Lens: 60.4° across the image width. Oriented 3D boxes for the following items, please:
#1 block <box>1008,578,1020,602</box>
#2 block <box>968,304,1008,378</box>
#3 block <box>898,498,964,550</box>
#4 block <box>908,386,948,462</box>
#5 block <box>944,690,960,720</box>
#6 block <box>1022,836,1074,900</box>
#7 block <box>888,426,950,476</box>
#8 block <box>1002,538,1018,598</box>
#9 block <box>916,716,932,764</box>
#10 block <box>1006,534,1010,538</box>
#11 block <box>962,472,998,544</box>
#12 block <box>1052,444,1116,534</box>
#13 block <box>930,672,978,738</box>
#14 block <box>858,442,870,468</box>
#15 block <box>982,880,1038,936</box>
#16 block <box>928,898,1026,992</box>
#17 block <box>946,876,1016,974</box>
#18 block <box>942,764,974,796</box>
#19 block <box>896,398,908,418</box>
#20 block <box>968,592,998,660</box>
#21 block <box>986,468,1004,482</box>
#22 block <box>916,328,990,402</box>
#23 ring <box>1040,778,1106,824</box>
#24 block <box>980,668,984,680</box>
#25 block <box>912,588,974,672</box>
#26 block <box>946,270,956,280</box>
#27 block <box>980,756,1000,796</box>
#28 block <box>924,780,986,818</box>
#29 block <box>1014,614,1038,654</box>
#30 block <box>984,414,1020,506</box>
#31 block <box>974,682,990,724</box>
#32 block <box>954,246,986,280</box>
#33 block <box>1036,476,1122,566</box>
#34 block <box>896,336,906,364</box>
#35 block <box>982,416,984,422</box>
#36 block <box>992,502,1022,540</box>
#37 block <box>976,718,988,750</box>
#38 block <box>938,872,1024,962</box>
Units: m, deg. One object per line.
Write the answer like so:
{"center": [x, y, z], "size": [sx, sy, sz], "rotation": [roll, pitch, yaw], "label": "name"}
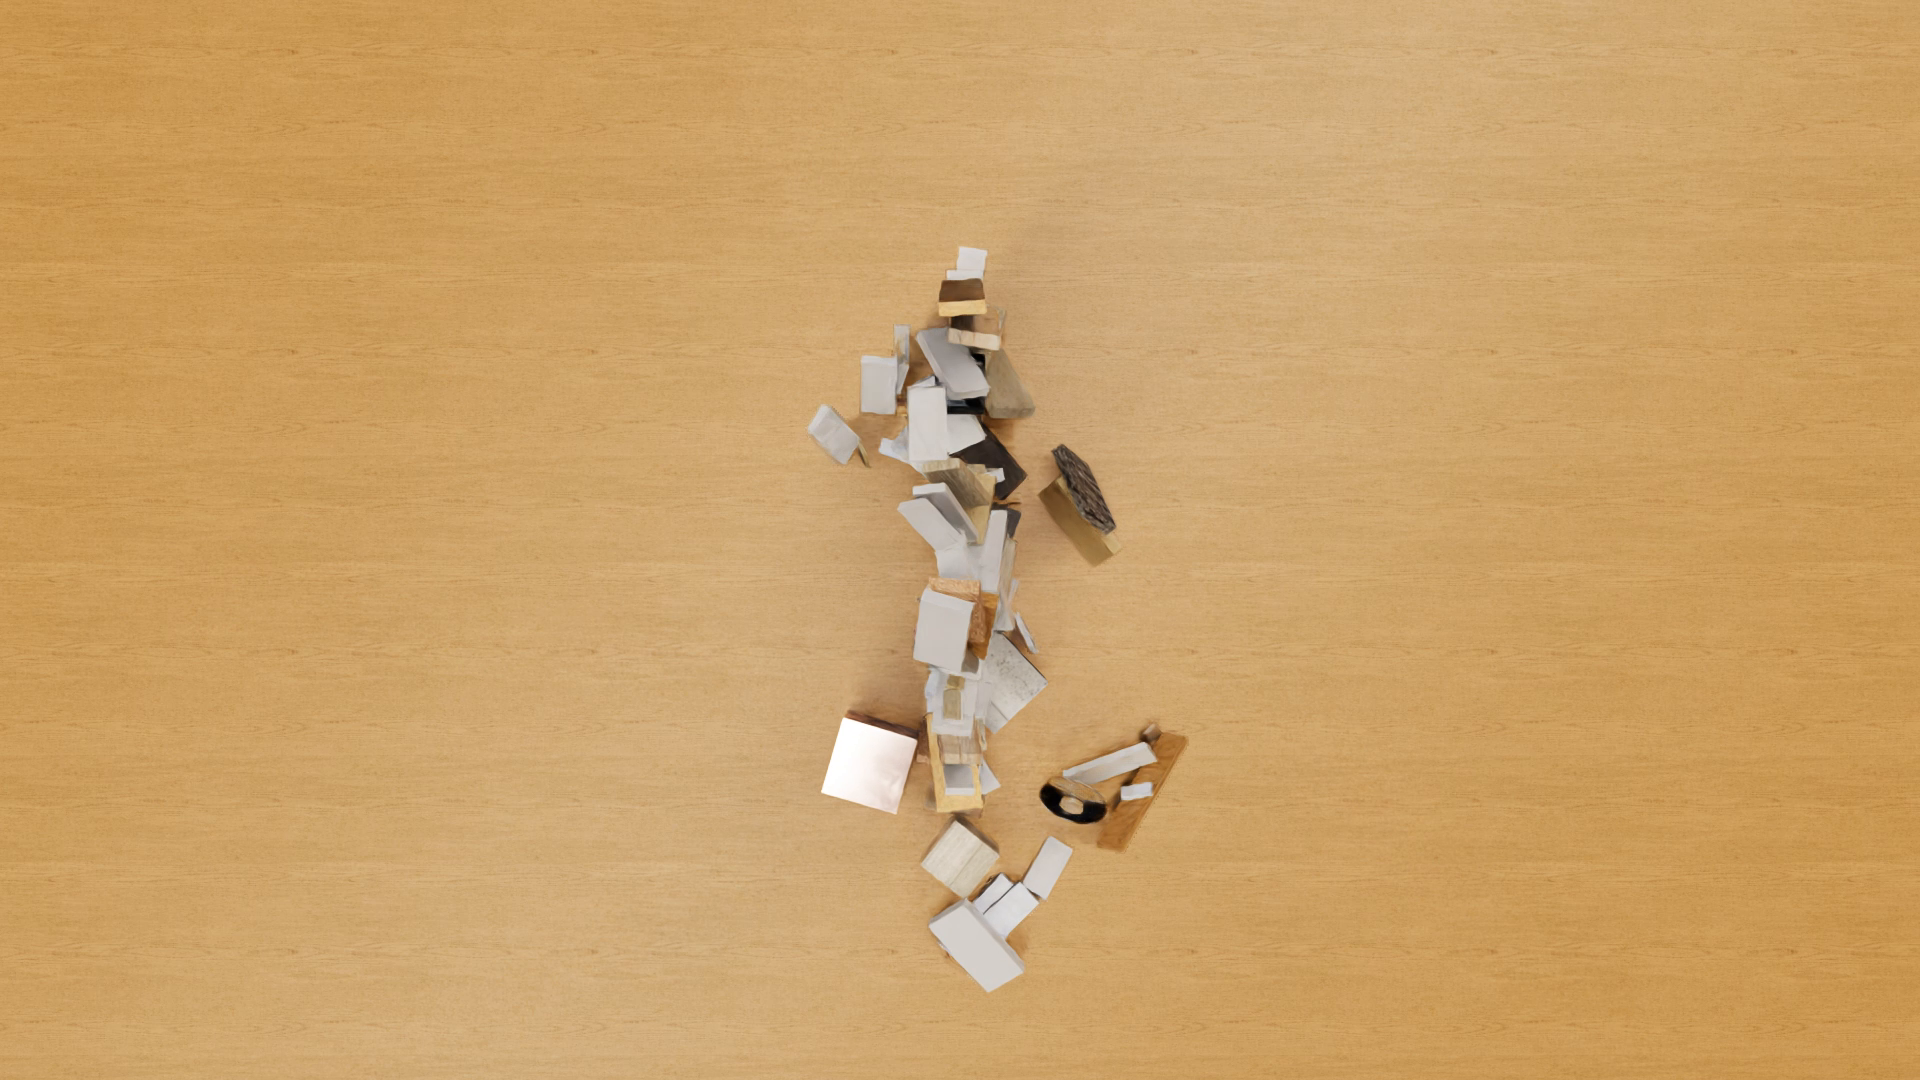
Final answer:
{"center": [0.099, 0.167, 5.198], "size": [0.127, 0.254, 0.036], "rotation": [17, 111, 8], "label": "block"}
{"center": [0.041, -0.626, 5.329], "size": [0.149, 0.042, 0.298], "rotation": [13, 68, 13], "label": "block"}
{"center": [-0.080, -0.043, 4.521], "size": [0.184, 0.092, 0.026], "rotation": [47, 50, -35], "label": "block"}
{"center": [-0.096, -0.340, 4.810], "size": [0.109, 0.031, 0.219], "rotation": [-3, 111, -6], "label": "block"}
{"center": [-0.023, 0.492, 4.942], "size": [0.050, 0.014, 0.101], "rotation": [2, 46, -3], "label": "block"}
{"center": [0.287, 1.084, 5.458], "size": [0.095, 0.027, 0.189], "rotation": [32, 73, -1], "label": "block"}
{"center": [-0.106, -0.263, 5.305], "size": [0.234, 0.117, 0.033], "rotation": [39, 133, -3], "label": "block"}
{"center": [0.094, 0.115, 5.037], "size": [0.127, 0.036, 0.254], "rotation": [11, 100, 10], "label": "block"}
{"center": [-0.082, 0.654, 5.401], "size": [0.105, 0.211, 0.030], "rotation": [5, 121, 1], "label": "block"}
{"center": [0.077, 0.059, 5.200], "size": [0.127, 0.254, 0.036], "rotation": [-6, 115, 14], "label": "block"}
{"center": [0.039, -0.095, 4.818], "size": [0.101, 0.029, 0.202], "rotation": [11, 90, 13], "label": "block"}
{"center": [0.401, -0.166, 5.340], "size": [0.043, 0.152, 0.304], "rotation": [-38, 45, 19], "label": "block"}
{"center": [-0.013, 0.485, 5.004], "size": [0.121, 0.034, 0.241], "rotation": [7, 46, 2], "label": "block"}
{"center": [-0.317, -0.279, 5.427], "size": [0.015, 0.103, 0.051], "rotation": [-23, 68, -6], "label": "block"}
{"center": [0.156, 1.215, 5.397], "size": [0.189, 0.027, 0.095], "rotation": [-42, 92, 0], "label": "block"}
{"center": [0.055, 1.315, 5.348], "size": [0.154, 0.044, 0.308], "rotation": [-36, 101, 23], "label": "block"}
{"center": [0.093, 1.293, 5.478], "size": [0.154, 0.044, 0.308], "rotation": [29, 90, 0], "label": "block"}
{"center": [-0.008, 0.720, 5.067], "size": [0.089, 0.177, 0.025], "rotation": [2, 118, -6], "label": "block"}
{"center": [-0.145, -0.436, 5.474], "size": [0.128, 0.018, 0.064], "rotation": [7, 93, 14], "label": "block"}
{"center": [0.012, 0.239, 4.753], "size": [0.162, 0.323, 0.046], "rotation": [11, 59, 1], "label": "block"}
{"center": [0.023, -0.190, 5.124], "size": [0.133, 0.266, 0.038], "rotation": [-13, 97, -21], "label": "block"}
{"center": [-0.022, -0.537, 5.002], "size": [0.128, 0.036, 0.257], "rotation": [-11, 58, -29], "label": "block"}
{"center": [0.363, 0.835, 5.278], "size": [0.225, 0.225, 0.075], "rotation": [18, 104, 0], "label": "ring"}
{"center": [-0.015, 0.327, 5.249], "size": [0.143, 0.041, 0.286], "rotation": [-7, 48, -3], "label": "block"}
{"center": [-0.047, 0.251, 4.534], "size": [0.140, 0.280, 0.040], "rotation": [16, 52, 6], "label": "block"}
{"center": [0.005, -0.809, 5.488], "size": [0.089, 0.025, 0.177], "rotation": [-3, 89, -1], "label": "block"}
{"center": [0.037, 0.740, 5.320], "size": [0.105, 0.030, 0.211], "rotation": [-29, 121, 5], "label": "block"}
{"center": [-0.016, 0.857, 5.443], "size": [0.189, 0.027, 0.094], "rotation": [8, 55, 12], "label": "block"}
{"center": [0.216, 0.308, 5.441], "size": [0.018, 0.064, 0.129], "rotation": [-27, 63, 5], "label": "block"}
{"center": [0.109, -0.264, 5.456], "size": [0.152, 0.043, 0.304], "rotation": [-6, 82, 0], "label": "block"}
{"center": [0.058, 0.516, 5.251], "size": [0.064, 0.018, 0.129], "rotation": [8, 91, 1], "label": "block"}
{"center": [0.030, -0.856, 5.347], "size": [0.089, 0.025, 0.177], "rotation": [9, 90, 2], "label": "block"}
{"center": [0.391, -0.063, 5.423], "size": [0.043, 0.152, 0.304], "rotation": [-38, 90, -28], "label": "block"}
{"center": [-0.184, -0.587, 5.115], "size": [0.016, 0.115, 0.058], "rotation": [-5, 82, -8], "label": "block"}
{"center": [0.042, -0.433, 5.444], "size": [0.075, 0.021, 0.149], "rotation": [3, 83, 13], "label": "block"}
{"center": [0.109, 0.000, 5.347], "size": [0.115, 0.033, 0.230], "rotation": [20, 92, 7], "label": "block"}
{"center": [0.054, 0.610, 5.156], "size": [0.050, 0.014, 0.100], "rotation": [-8, 93, 2], "label": "block"}
{"center": [0.086, 1.261, 5.435], "size": [0.154, 0.044, 0.308], "rotation": [43, 90, 0], "label": "block"}
